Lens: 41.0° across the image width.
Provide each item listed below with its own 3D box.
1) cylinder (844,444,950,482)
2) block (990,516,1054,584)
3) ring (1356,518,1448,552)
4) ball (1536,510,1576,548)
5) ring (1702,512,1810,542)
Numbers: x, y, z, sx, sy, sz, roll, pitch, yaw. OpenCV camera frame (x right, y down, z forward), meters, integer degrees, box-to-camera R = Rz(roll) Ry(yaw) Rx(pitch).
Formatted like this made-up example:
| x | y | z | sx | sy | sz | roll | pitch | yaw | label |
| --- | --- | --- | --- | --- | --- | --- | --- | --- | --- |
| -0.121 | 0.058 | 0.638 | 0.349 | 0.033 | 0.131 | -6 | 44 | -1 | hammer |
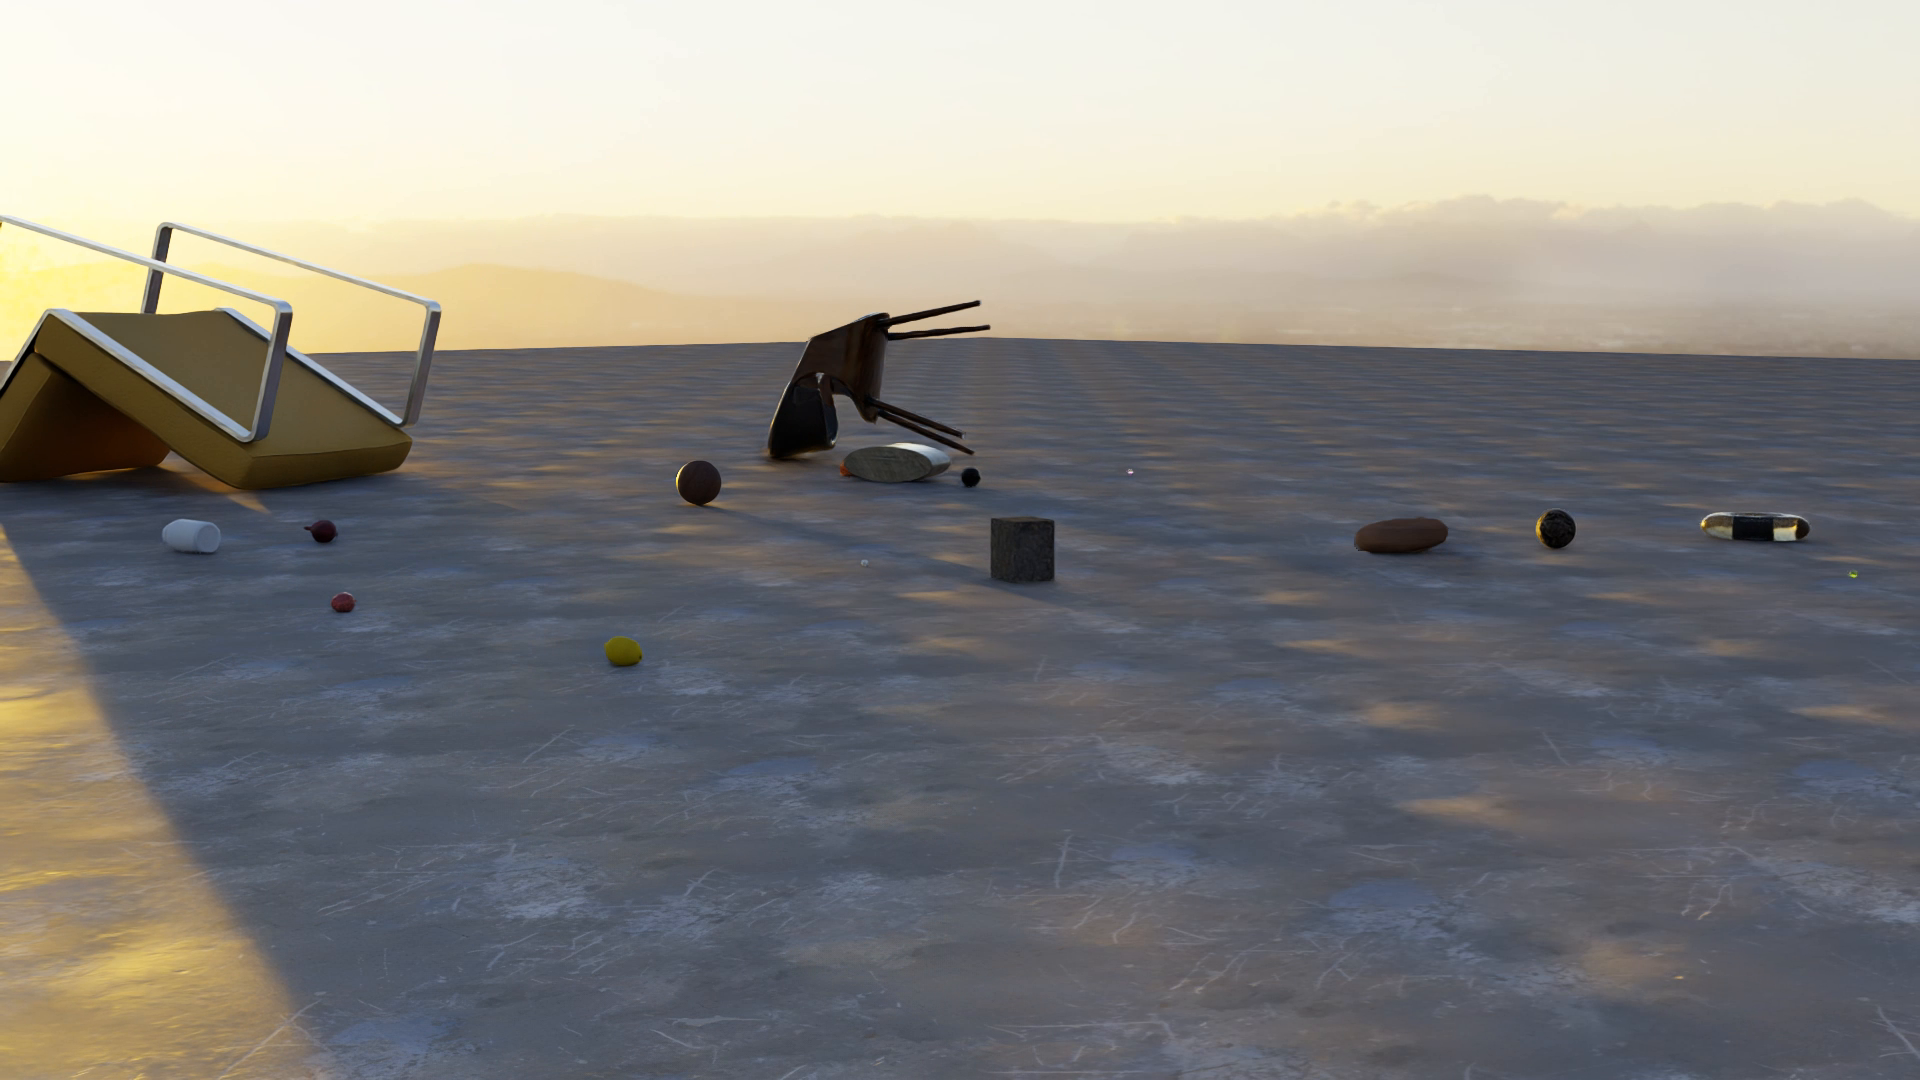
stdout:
| x | y | z | sx | sy | sz | roll | pitch | yaw | label |
| --- | --- | --- | --- | --- | --- | --- | --- | --- | --- |
| -0.203 | -0.250 | 8.282 | 0.308 | 0.114 | 0.163 | 3 | 7 | 21 | cylinder |
| 0.136 | 0.021 | 5.567 | 0.099 | 0.132 | 0.109 | -3 | 7 | -26 | block |
| 1.060 | -0.012 | 6.159 | 0.222 | 0.060 | 0.230 | -4 | 7 | 23 | ring |
| 1.444 | -0.026 | 6.214 | 0.093 | 0.093 | 0.093 | 0 | 6 | 0 | ball |
| 1.996 | -0.034 | 6.440 | 0.270 | 0.062 | 0.144 | 3 | 8 | 34 | ring |
